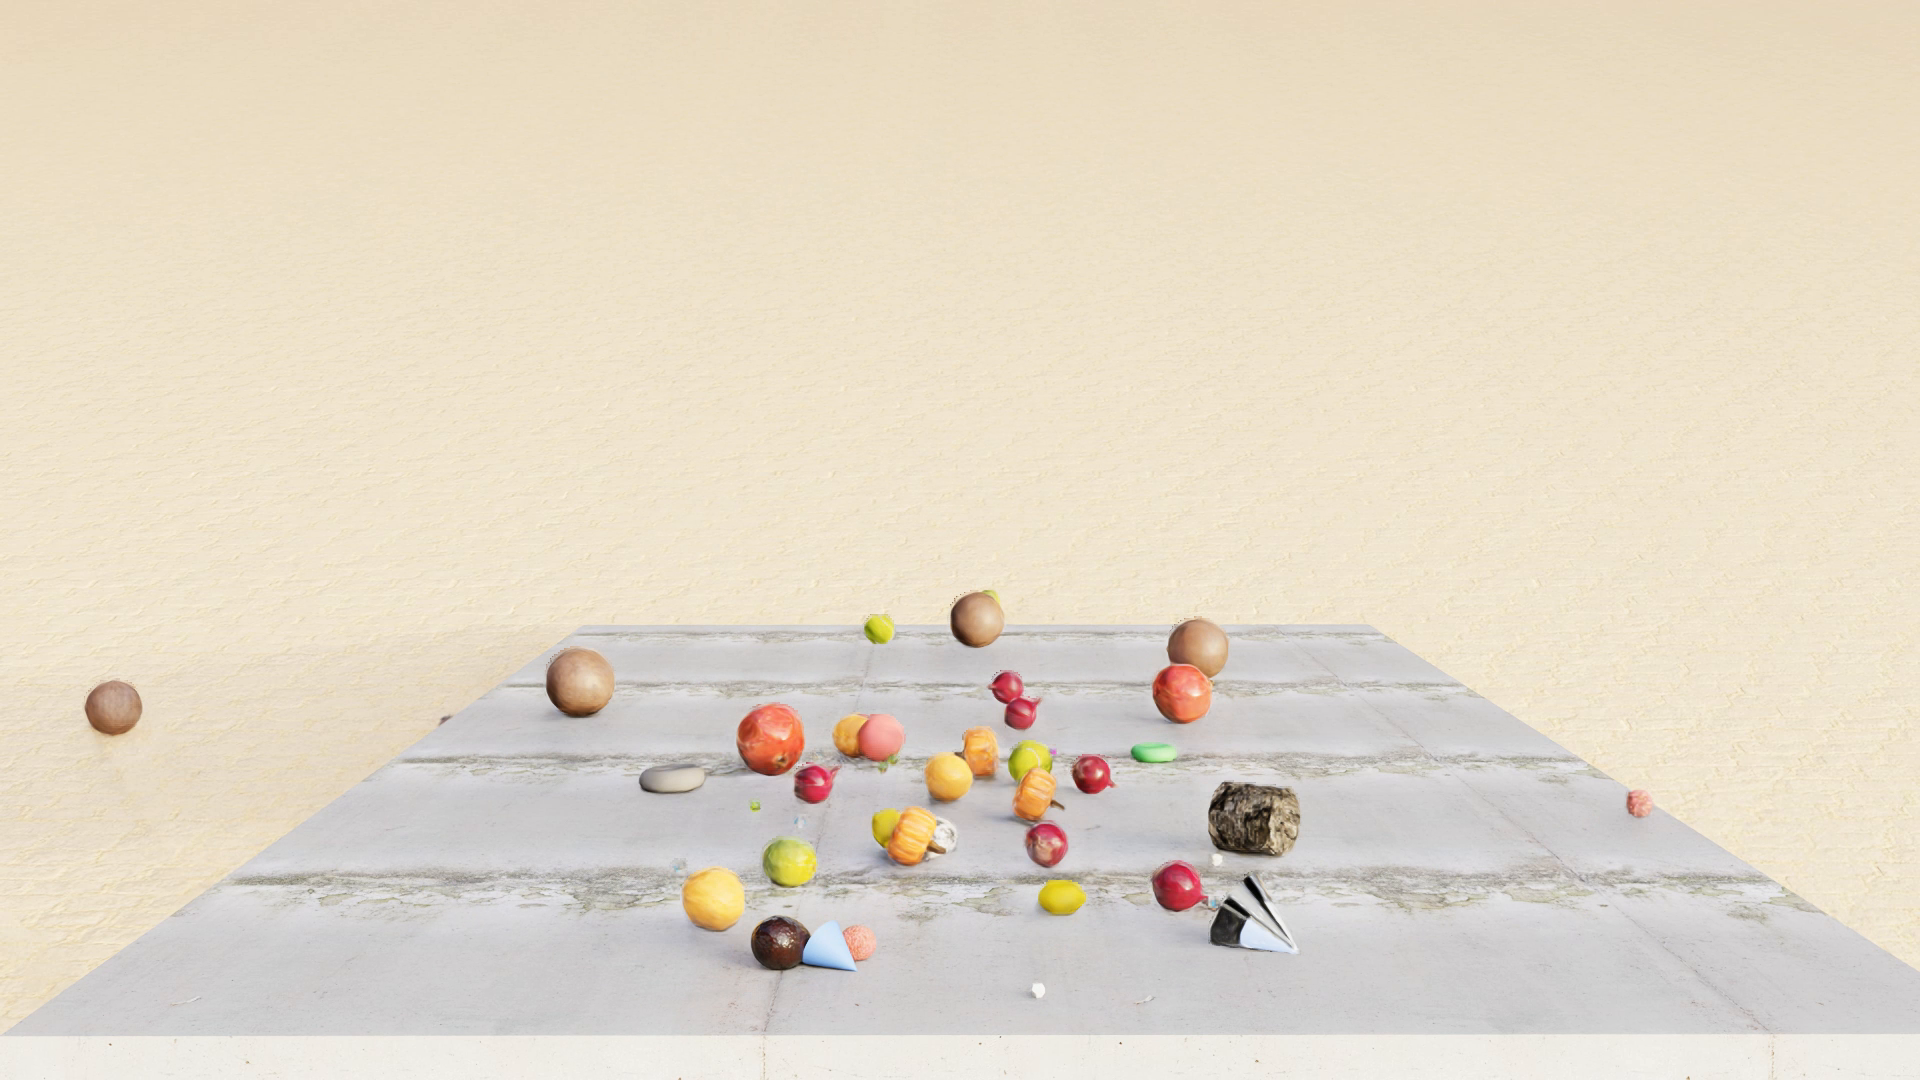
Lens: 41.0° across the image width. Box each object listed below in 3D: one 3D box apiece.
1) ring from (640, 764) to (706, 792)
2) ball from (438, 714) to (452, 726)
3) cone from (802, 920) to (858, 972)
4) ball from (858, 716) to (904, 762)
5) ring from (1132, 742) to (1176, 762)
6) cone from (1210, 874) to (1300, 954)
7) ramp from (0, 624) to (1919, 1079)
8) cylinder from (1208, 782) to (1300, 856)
[{"bbox_3d":[-0.449,0.372,4.007,0.104,0.035,0.104,-4,3,0],"label":"ring"},{"bbox_3d":[-1.214,0.441,6.096,0.050,0.050,0.050,0,19,0],"label":"ball"},{"bbox_3d":[-0.133,0.458,2.819,0.057,0.057,0.057,33,34,28],"label":"cone"},{"bbox_3d":[-0.133,0.332,4.283,0.077,0.077,0.077,0,19,0],"label":"ball"},{"bbox_3d":[0.325,0.356,4.301,0.077,0.026,0.077,1,4,0],"label":"ring"},{"bbox_3d":[0.349,0.444,2.908,0.094,0.094,0.094,34,33,26],"label":"cone"},{"bbox_3d":[0.045,0.403,4.539,2.000,0.100,4.000,0,4,0],"label":"ramp"},{"bbox_3d":[0.399,0.379,3.483,0.092,0.092,0.092,2,17,33],"label":"cylinder"}]
